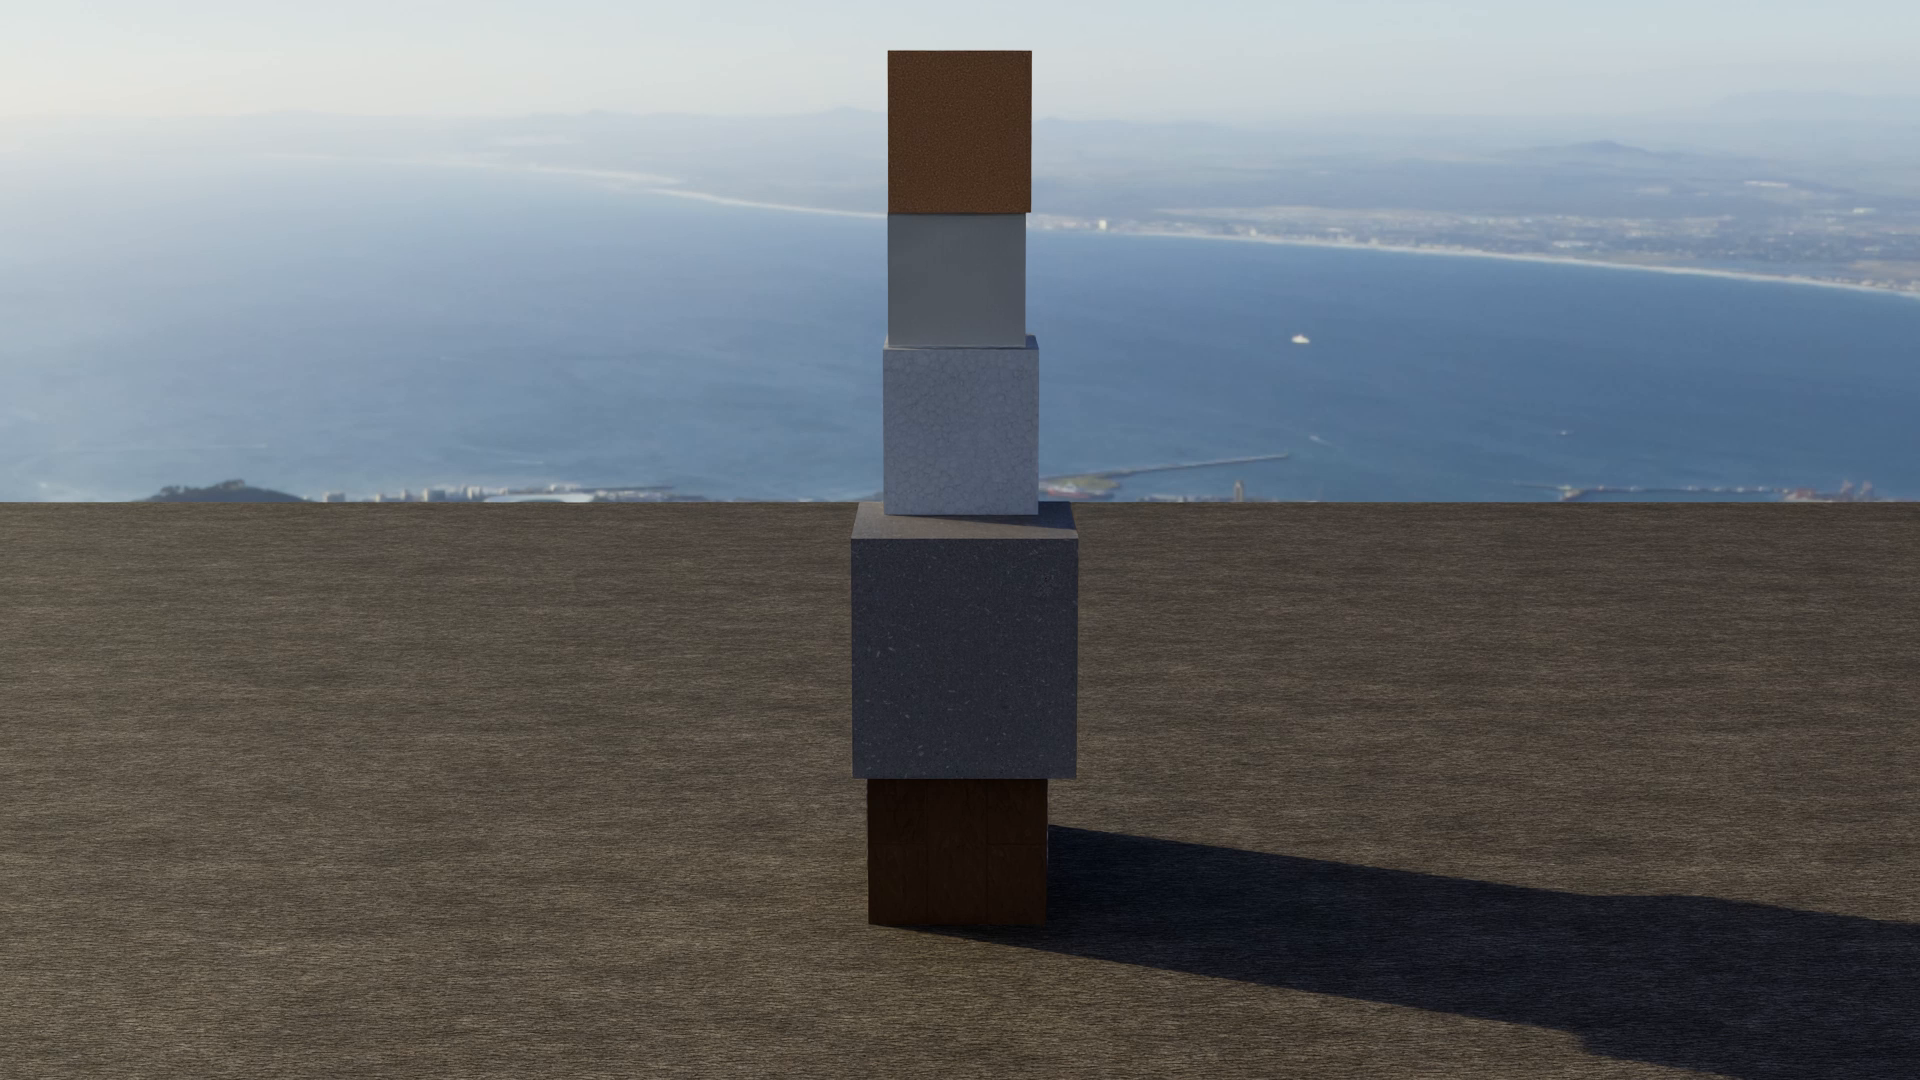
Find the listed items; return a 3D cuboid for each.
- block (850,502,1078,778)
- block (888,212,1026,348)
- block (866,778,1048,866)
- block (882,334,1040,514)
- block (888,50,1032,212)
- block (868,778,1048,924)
[{"bbox_3d":[0.019,0.401,10.777,0.910,0.992,0.903,0,10,0],"label":"block"},{"bbox_3d":[-0.014,-1.132,10.978,0.575,0.562,0.537,0,10,0],"label":"block"},{"bbox_3d":[-0.012,1.066,11.776,0.814,0.690,0.669,0,10,0],"label":"block"},{"bbox_3d":[0.004,-0.513,11.088,0.651,0.695,0.716,0,10,0],"label":"block"},{"bbox_3d":[-0.001,-1.734,10.870,0.593,0.662,0.588,0,10,0],"label":"block"},{"bbox_3d":[-0.010,1.201,11.054,0.744,0.682,0.780,0,10,0],"label":"block"}]
